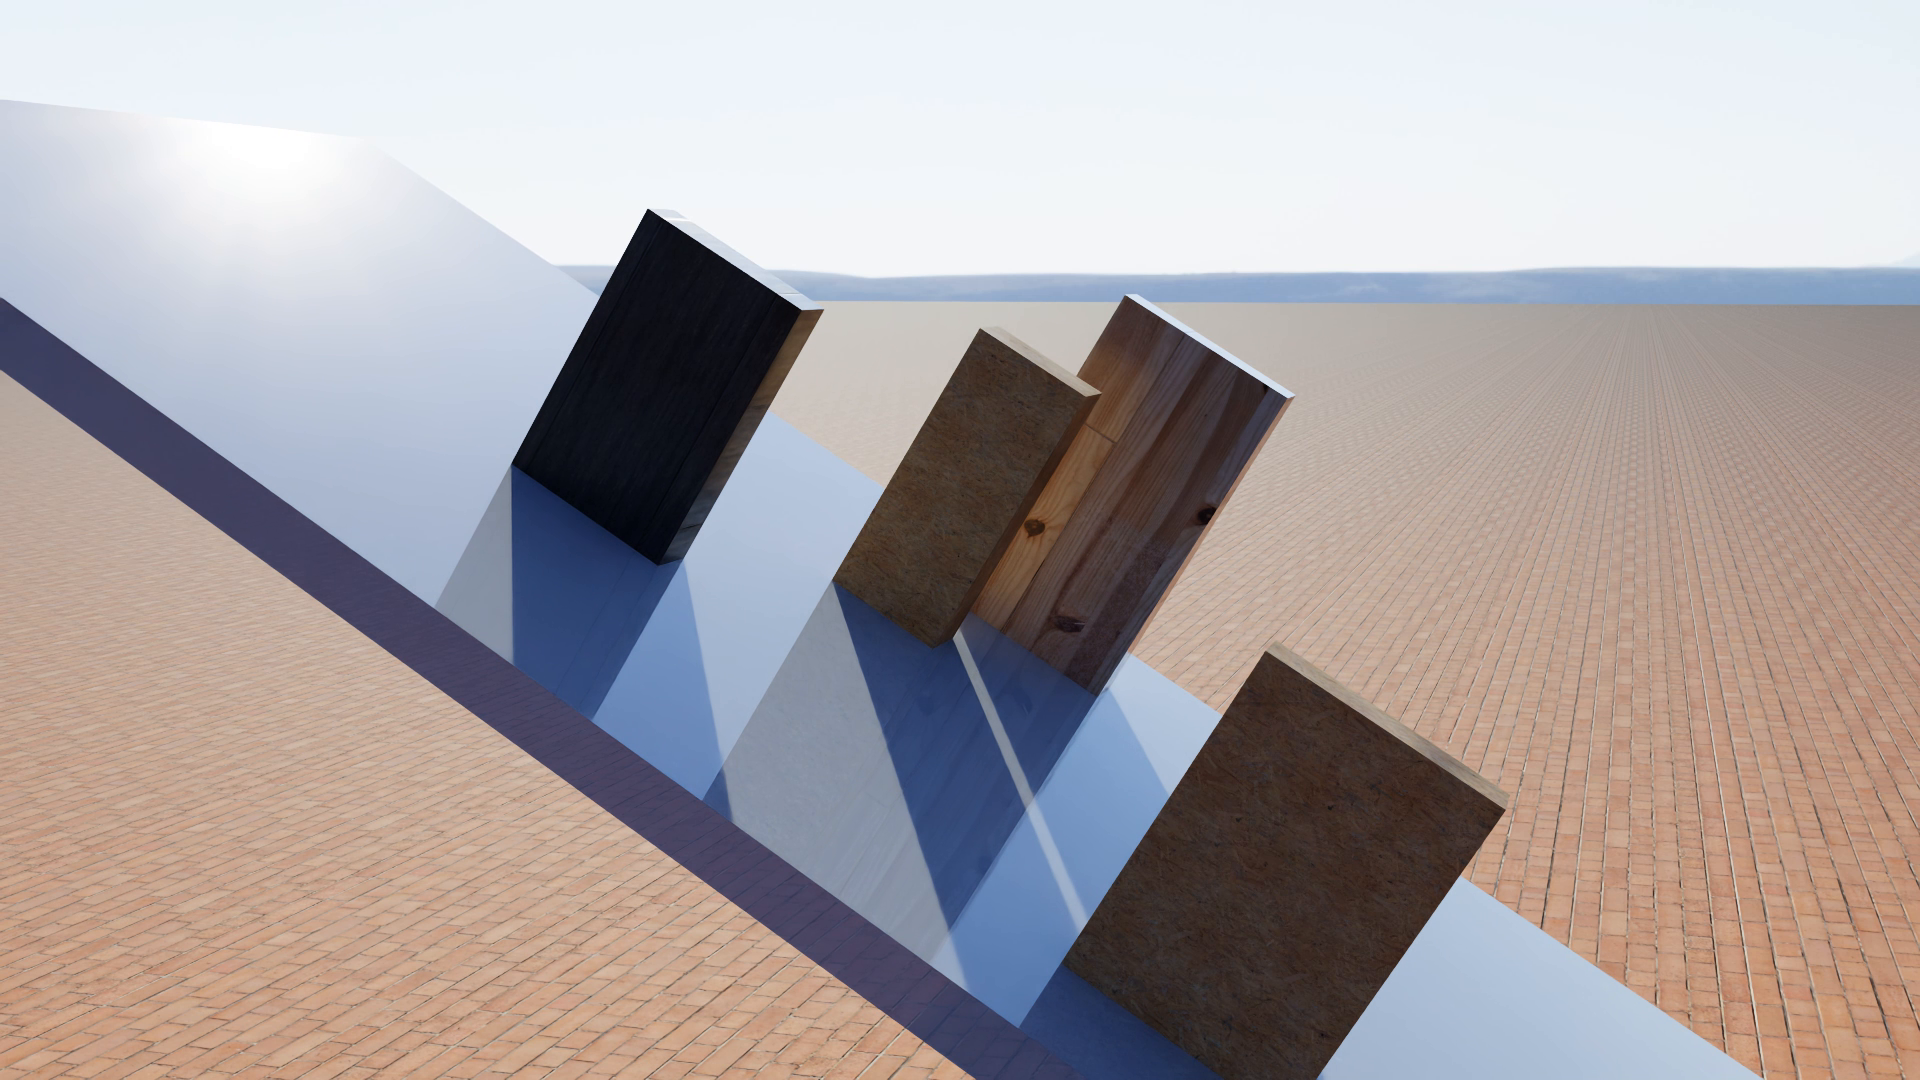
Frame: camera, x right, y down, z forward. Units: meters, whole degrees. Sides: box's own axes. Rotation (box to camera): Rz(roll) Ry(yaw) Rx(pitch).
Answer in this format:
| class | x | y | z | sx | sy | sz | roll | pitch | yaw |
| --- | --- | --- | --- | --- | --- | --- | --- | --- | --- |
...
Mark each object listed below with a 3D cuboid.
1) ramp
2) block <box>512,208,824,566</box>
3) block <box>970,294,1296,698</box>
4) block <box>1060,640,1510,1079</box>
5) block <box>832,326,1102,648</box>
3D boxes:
| class | x | y | z | sx | sy | sz | roll | pitch | yaw |
| --- | --- | --- | --- | --- | --- | --- | --- | --- | --- |
| ramp | -0.158 | 0.261 | 4.115 | 4.000 | 0.100 | 2.000 | 34 | 15 | 11 |
| block | -0.521 | -0.271 | 3.899 | 0.334 | 0.529 | 0.110 | 34 | 15 | 11 |
| block | 0.326 | -0.091 | 4.568 | 0.391 | 0.737 | 0.109 | 34 | 15 | 11 |
| block | 0.472 | 0.502 | 3.238 | 0.401 | 0.576 | 0.096 | 34 | 15 | 11 |
| block | 0.012 | -0.103 | 4.294 | 0.244 | 0.581 | 0.132 | 34 | 15 | 11 |
